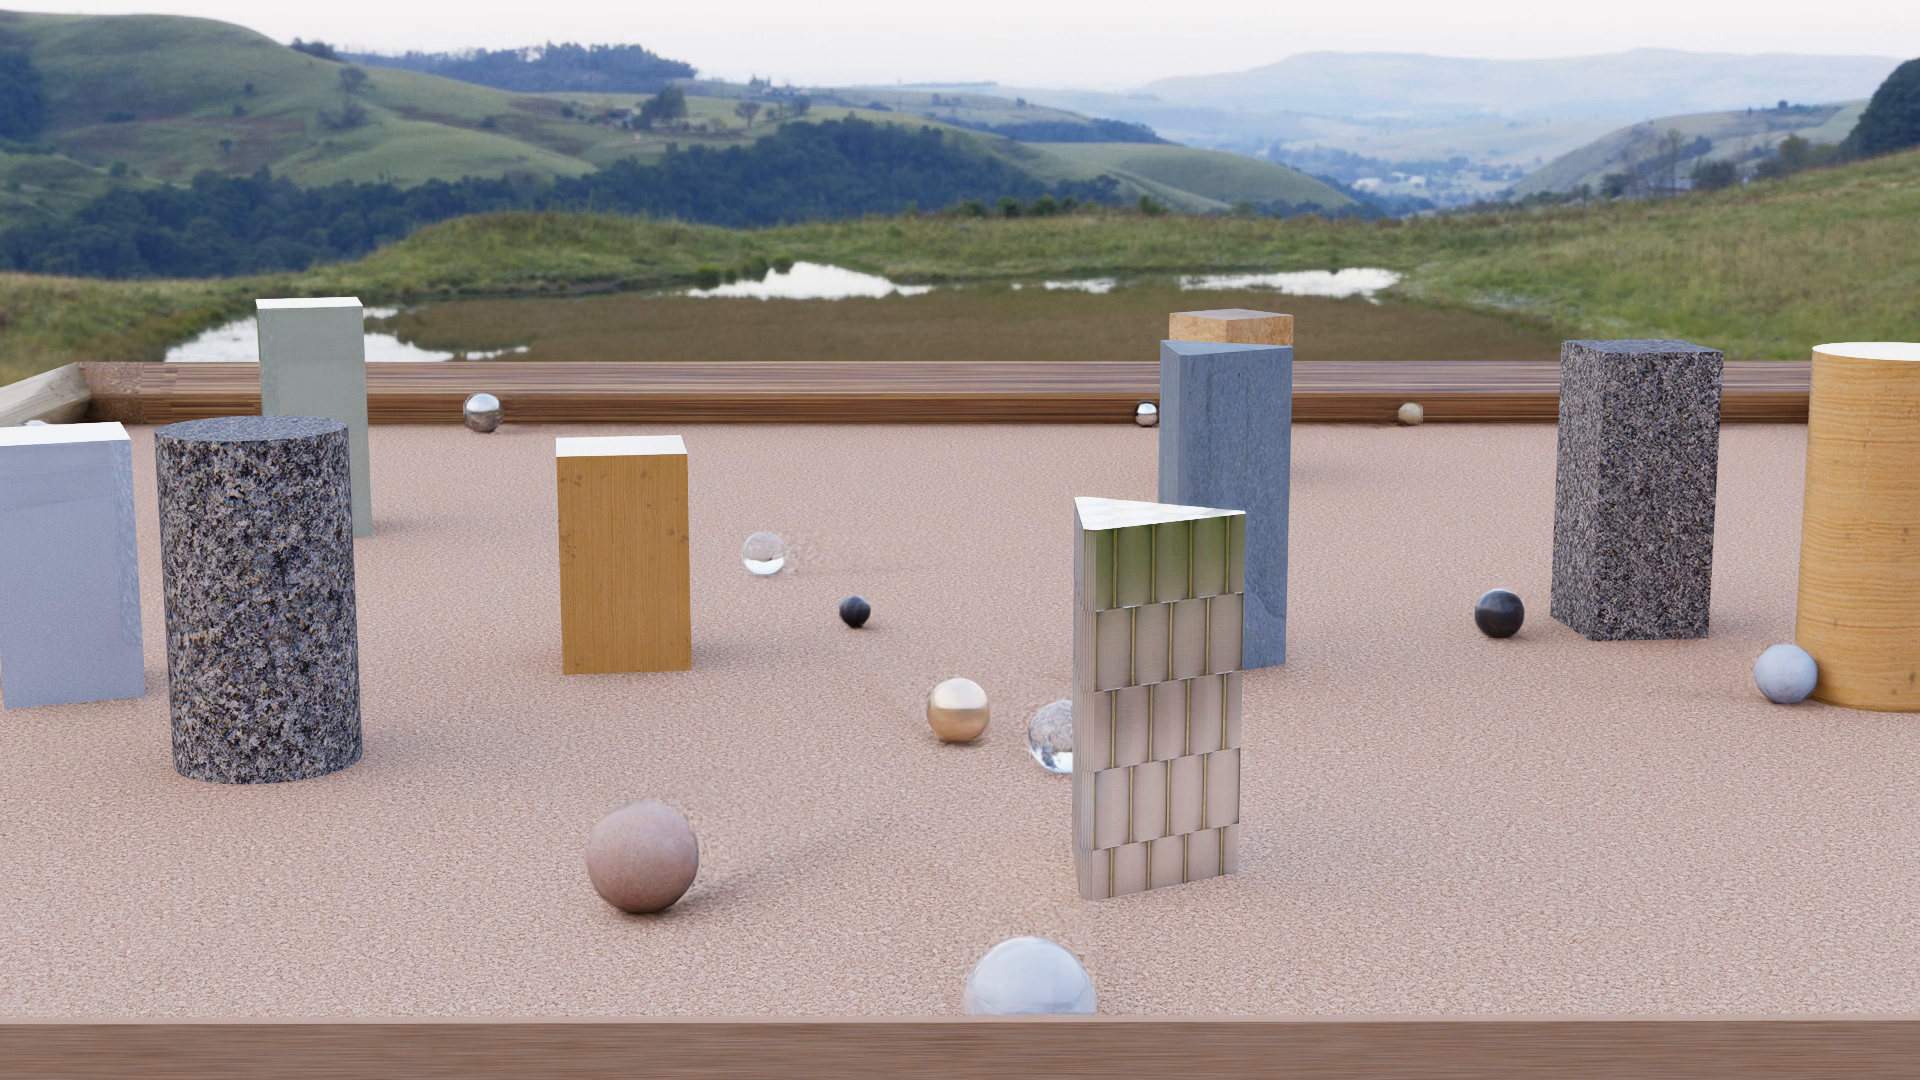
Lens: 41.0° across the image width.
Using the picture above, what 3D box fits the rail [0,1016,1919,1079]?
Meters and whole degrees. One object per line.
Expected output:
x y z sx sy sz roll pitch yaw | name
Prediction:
0.010 0.363 1.671 3.586 0.126 0.045 0 11 0 | rail

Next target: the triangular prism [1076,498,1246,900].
0.146 0.135 2.335 0.168 0.333 0.145 -6 12 -30 | triangular prism

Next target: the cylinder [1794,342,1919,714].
1.077 -0.018 2.972 0.194 0.402 0.194 0 11 0 | cylinder

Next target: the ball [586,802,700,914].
-0.275 0.275 2.226 0.097 0.097 0.097 0 11 0 | ball

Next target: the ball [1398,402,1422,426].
0.912 -0.254 5.210 0.049 0.049 0.049 0 11 0 | ball

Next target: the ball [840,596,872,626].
-0.137 0.093 3.361 0.041 0.041 0.041 0 11 0 | ball

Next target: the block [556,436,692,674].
-0.415 0.016 3.160 0.155 0.266 0.155 -2 11 -9 | block

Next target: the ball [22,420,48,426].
-1.727 -0.188 4.794 0.071 0.071 0.071 0 11 0 | ball

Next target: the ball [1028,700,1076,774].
0.108 0.205 2.666 0.075 0.075 0.075 0 11 0 | ball

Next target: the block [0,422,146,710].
-1.050 0.026 3.004 0.155 0.303 0.155 -4 11 -22 | block

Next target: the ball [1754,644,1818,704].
0.951 0.154 2.956 0.070 0.070 0.070 0 11 0 | ball

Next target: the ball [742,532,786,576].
-0.282 0.019 3.697 0.063 0.063 0.063 0 11 0 | ball

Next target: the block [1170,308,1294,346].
0.481 -0.258 4.574 0.155 0.289 0.155 -7 13 -34 | block

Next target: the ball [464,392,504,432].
-0.951 -0.254 5.126 0.079 0.079 0.079 0 11 0 | ball

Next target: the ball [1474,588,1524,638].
0.693 0.094 3.294 0.064 0.064 0.064 0 11 0 | ball

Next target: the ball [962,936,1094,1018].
0.050 0.340 1.881 0.096 0.096 0.096 0 11 0 | ball

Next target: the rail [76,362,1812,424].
-0.010 -0.298 5.227 3.586 0.126 0.045 0 11 0 | rail

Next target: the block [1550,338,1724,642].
0.875 -0.068 3.327 0.155 0.369 0.155 -1 11 -7 | block

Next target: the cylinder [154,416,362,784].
-0.733 0.058 2.689 0.194 0.355 0.194 0 11 0 | cylinder

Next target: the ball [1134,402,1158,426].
0.379 -0.255 5.209 0.050 0.050 0.050 0 11 0 | ball

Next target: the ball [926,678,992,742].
-0.001 0.185 2.785 0.070 0.070 0.070 0 11 0 | ball

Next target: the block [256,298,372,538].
-1.013 -0.192 4.022 0.155 0.360 0.155 -3 11 -16 | block

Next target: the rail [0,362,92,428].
-1.769 0.034 3.439 0.045 0.126 3.665 0 11 0 | rail

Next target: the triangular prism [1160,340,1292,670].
0.291 -0.043 3.138 0.168 0.391 0.145 -7 13 -33 | triangular prism
